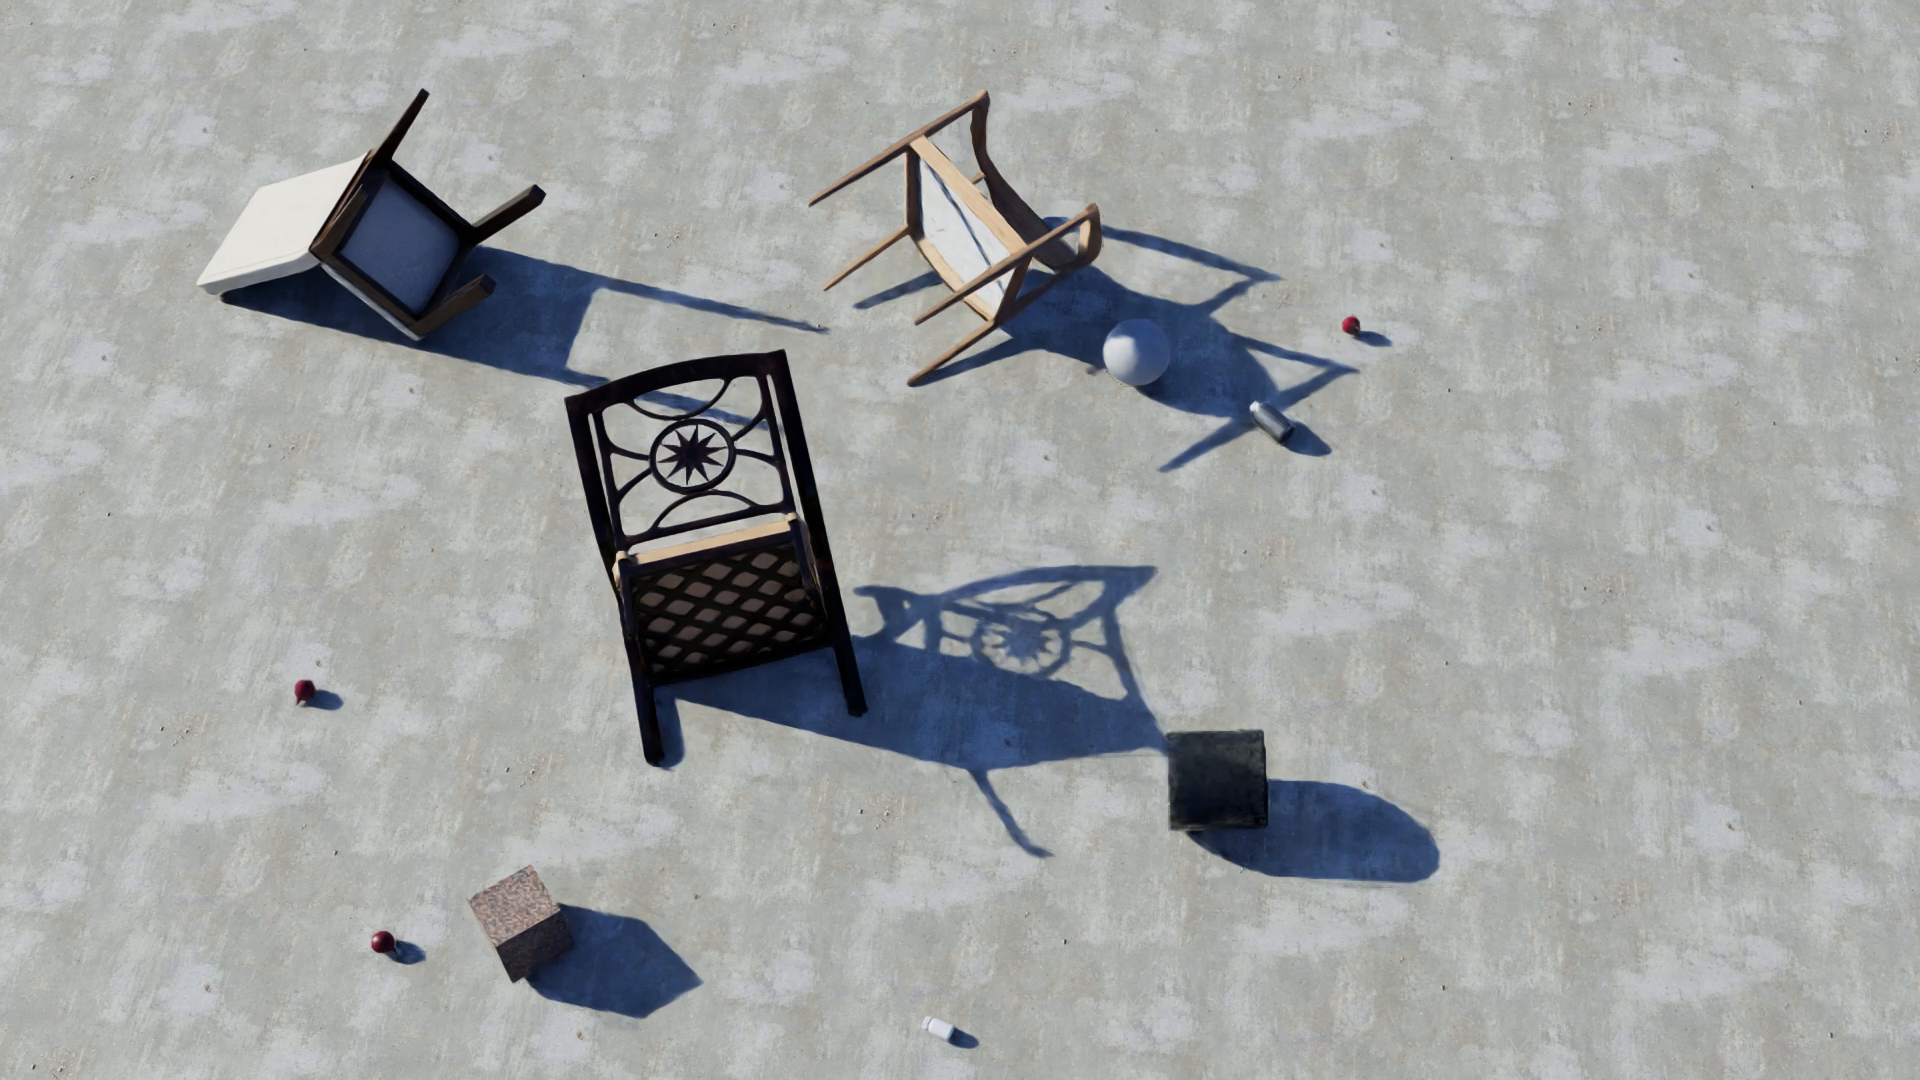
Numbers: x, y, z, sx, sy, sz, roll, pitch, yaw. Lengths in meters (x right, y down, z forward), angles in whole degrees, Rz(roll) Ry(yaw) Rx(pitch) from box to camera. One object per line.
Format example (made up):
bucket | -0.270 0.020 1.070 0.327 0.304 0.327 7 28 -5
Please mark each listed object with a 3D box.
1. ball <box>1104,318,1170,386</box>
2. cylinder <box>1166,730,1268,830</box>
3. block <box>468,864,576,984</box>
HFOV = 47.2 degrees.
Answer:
ball | 0.550 -0.585 6.840 0.210 0.210 0.210 0 56 0
cylinder | 0.696 0.651 5.969 0.259 0.257 0.272 -2 49 5
block | -1.151 1.007 5.775 0.187 0.165 0.187 -28 47 -18
